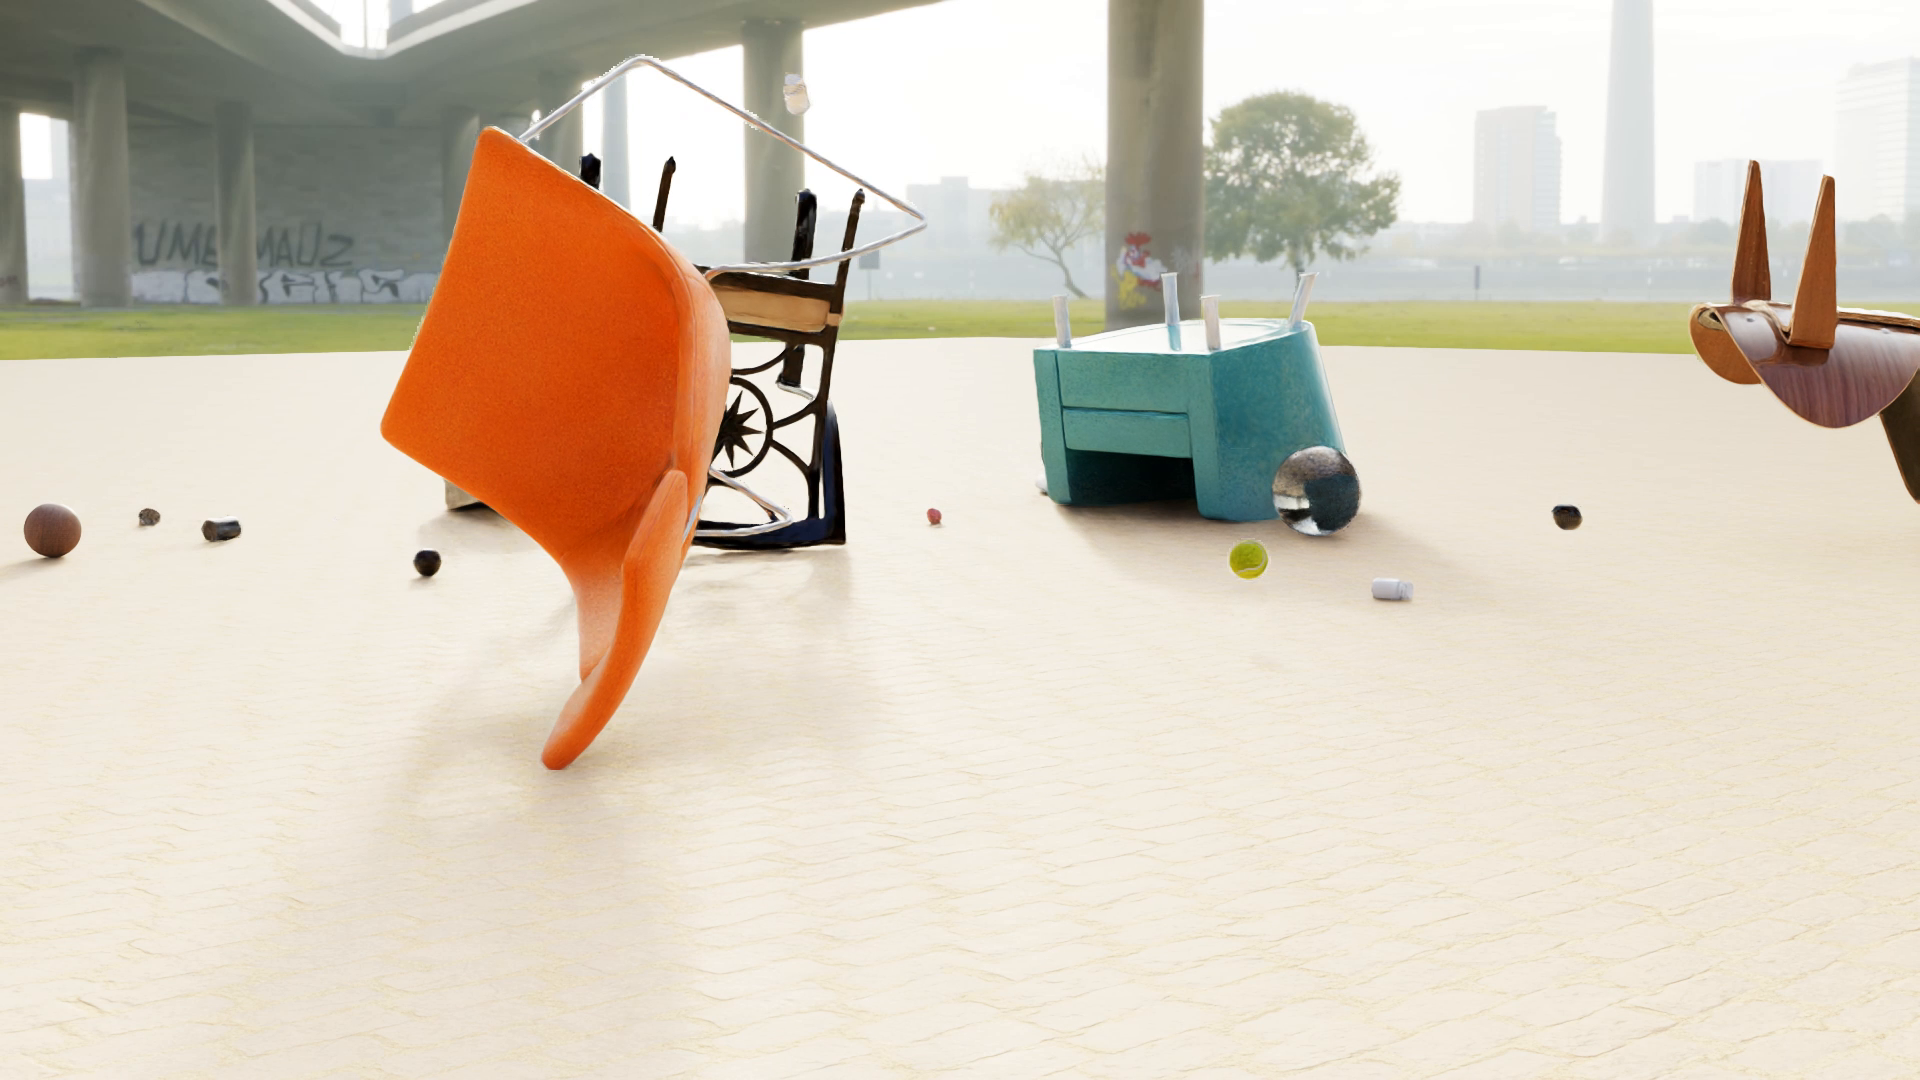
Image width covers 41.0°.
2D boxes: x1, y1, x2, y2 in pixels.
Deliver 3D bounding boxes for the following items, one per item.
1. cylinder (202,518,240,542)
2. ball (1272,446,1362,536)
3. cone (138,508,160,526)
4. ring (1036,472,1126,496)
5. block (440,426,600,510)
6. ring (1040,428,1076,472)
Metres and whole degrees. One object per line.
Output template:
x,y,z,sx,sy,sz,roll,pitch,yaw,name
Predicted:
-1.843,-0.027,6.401,0.049,0.057,0.087,-20,-5,22,cylinder
0.904,-0.124,6.497,0.229,0.229,0.229,0,6,0,ball
-2.164,-0.052,6.809,0.062,0.047,0.063,3,-19,-41,cone
0.368,-0.173,7.814,0.272,0.059,0.347,-1,5,-14,ring
-1.230,-0.199,7.175,0.329,0.186,0.313,-4,-4,-33,block
0.310,-0.262,8.098,0.052,0.181,0.276,-11,17,-14,ring
